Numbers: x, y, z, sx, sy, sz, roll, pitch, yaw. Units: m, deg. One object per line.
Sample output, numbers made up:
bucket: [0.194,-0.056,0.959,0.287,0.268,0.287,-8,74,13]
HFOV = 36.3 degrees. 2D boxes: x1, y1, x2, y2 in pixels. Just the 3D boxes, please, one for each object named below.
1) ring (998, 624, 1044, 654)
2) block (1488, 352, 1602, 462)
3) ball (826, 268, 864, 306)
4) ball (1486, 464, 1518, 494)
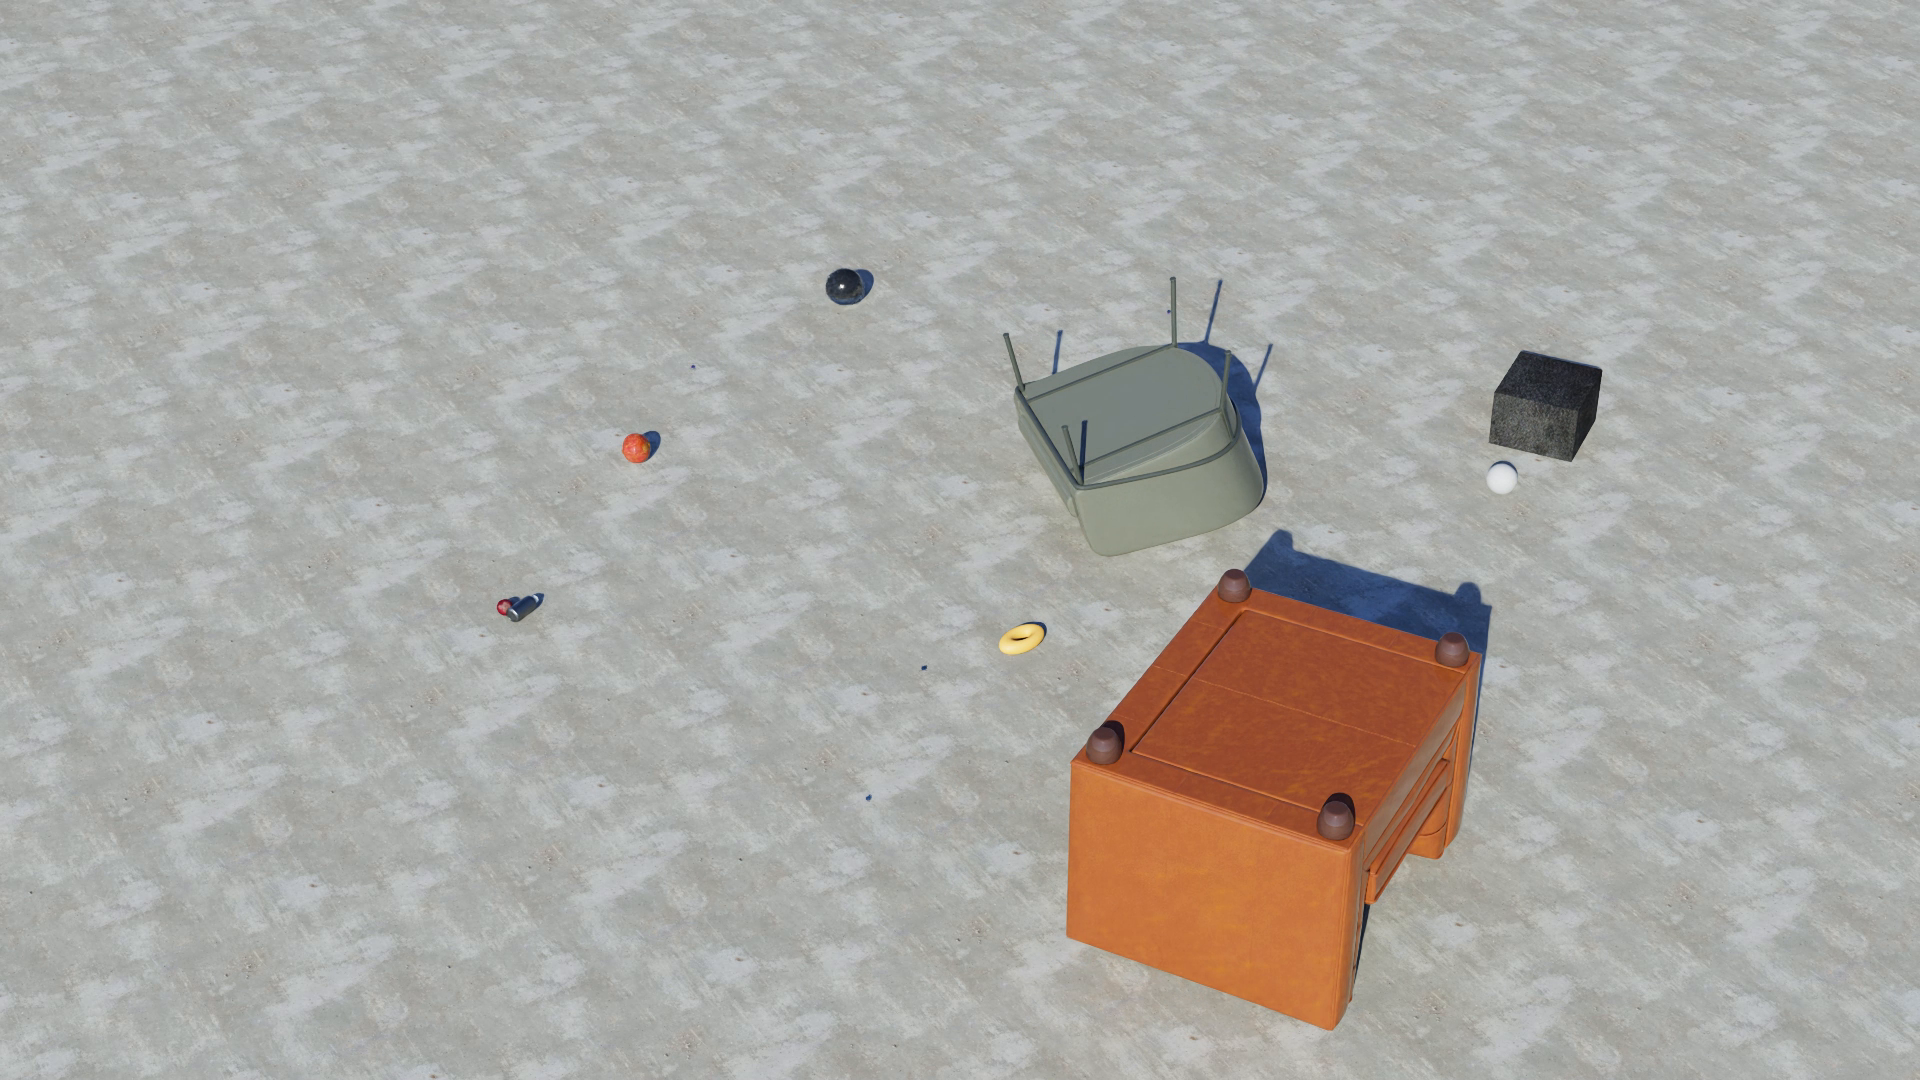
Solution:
ring: [0.218,0.351,10.368,0.196,0.049,0.112,-26,43,-34]
block: [2.303,-0.526,11.532,0.334,0.231,0.353,15,36,21]
ball: [-0.490,-1.074,12.429,0.160,0.160,0.160,0,33,0]
ball: [2.067,-0.233,11.189,0.119,0.119,0.119,0,33,0]
